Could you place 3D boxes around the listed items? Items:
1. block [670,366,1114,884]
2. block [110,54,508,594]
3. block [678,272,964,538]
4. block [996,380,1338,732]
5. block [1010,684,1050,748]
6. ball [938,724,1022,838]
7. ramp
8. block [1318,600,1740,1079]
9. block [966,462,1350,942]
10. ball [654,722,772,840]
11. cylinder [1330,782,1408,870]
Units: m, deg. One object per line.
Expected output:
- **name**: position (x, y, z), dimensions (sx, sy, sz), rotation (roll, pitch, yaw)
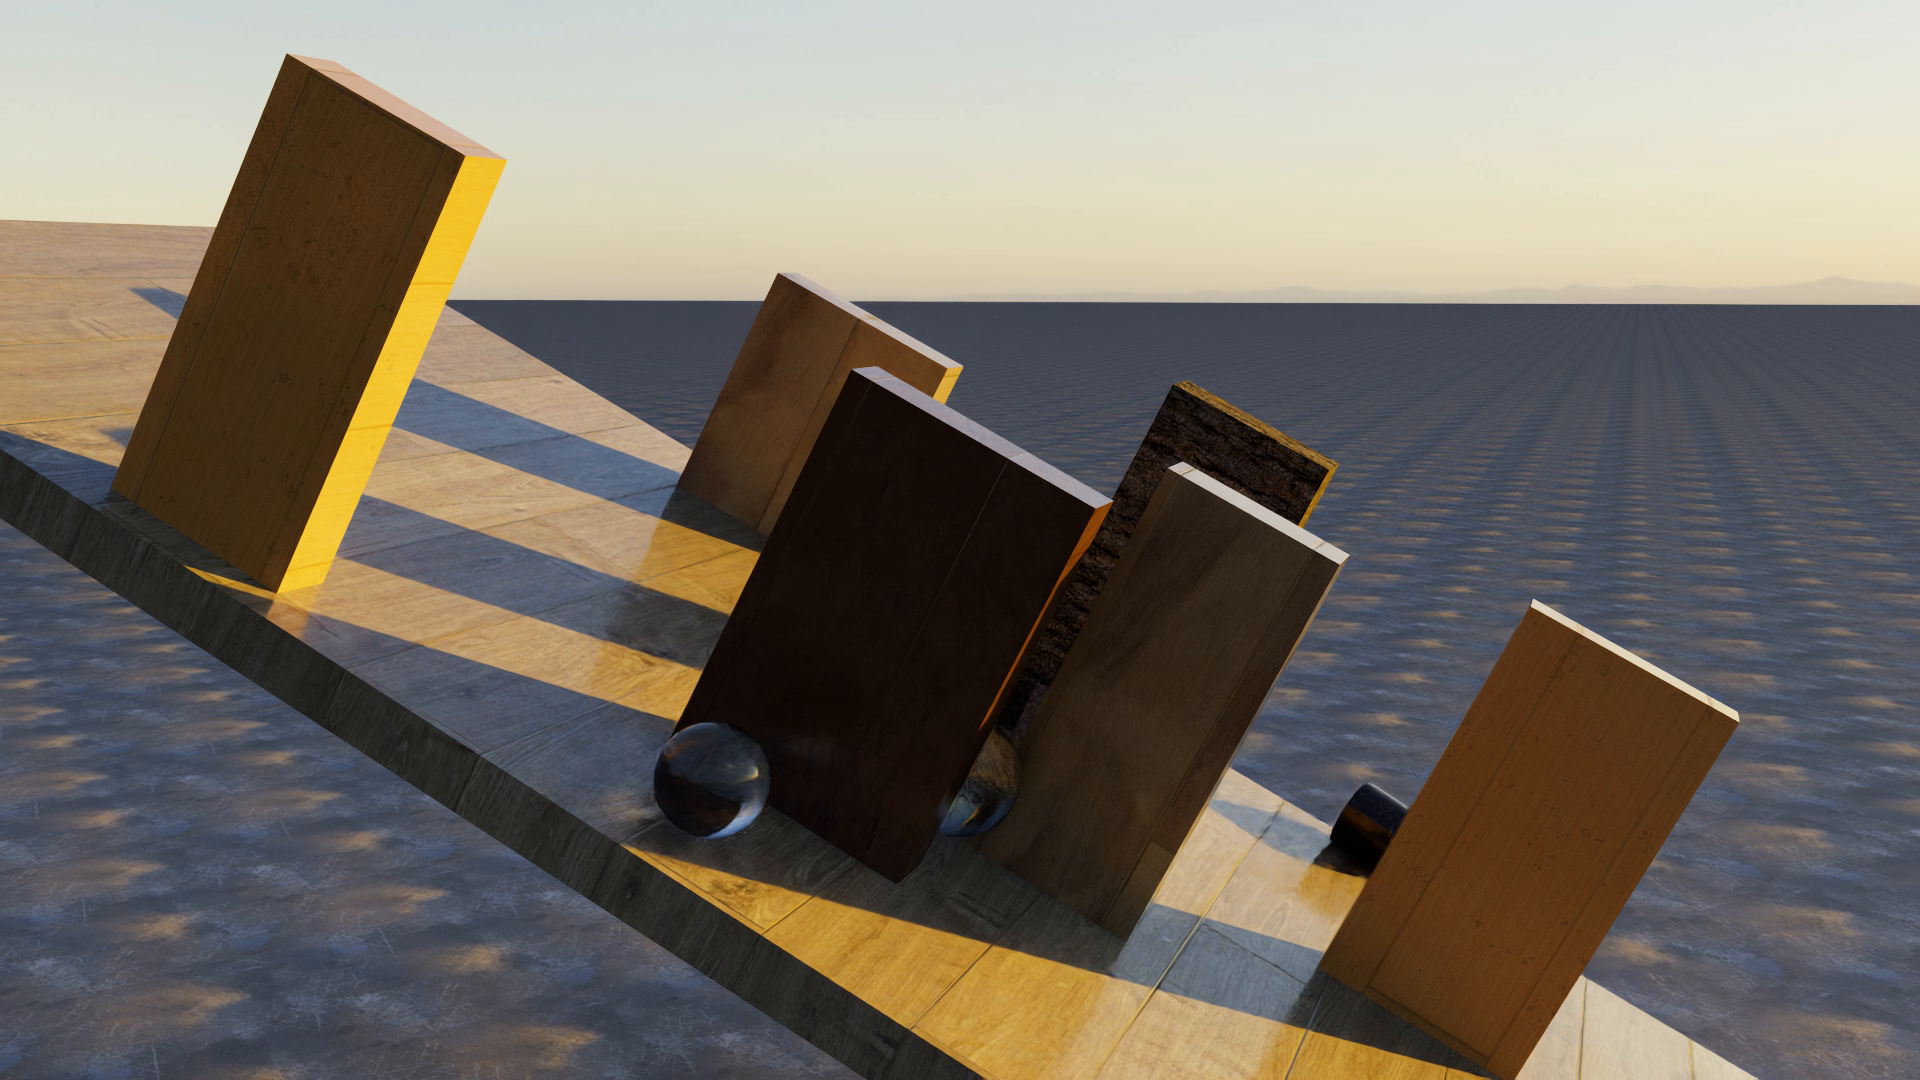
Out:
- **block**: position (-0.118, 0.135, 3.535), dimensions (0.445, 0.694, 0.119), rotation (30, 14, 12)
- **block**: position (-1.019, -0.331, 3.422), dimensions (0.337, 0.752, 0.126), rotation (30, 14, 12)
- **block**: position (-0.315, -0.255, 4.899), dimensions (0.441, 0.534, 0.116), rotation (30, 14, 12)
- **block**: position (0.411, 0.109, 4.423), dimensions (0.346, 0.781, 0.147), rotation (30, 14, 12)
- **block**: position (0.197, 0.405, 4.261), dimensions (0.159, 0.159, 0.159), rotation (24, 14, -13)
- **ball**: position (0.000, 0.396, 3.702), dimensions (0.208, 0.208, 0.208), rotation (0, 7, 0)
- **ramp**: position (-0.223, 0.370, 4.148), dimensions (4.000, 0.100, 2.000), rotation (30, 14, 12)
- **block**: position (1.017, 0.547, 3.978), dimensions (0.401, 0.780, 0.095), rotation (30, 14, 12)
- **block**: position (0.332, 0.276, 3.748), dimensions (0.322, 0.748, 0.127), rotation (30, 14, 12)
- **ball**: position (-0.374, 0.362, 3.321), dimensions (0.177, 0.177, 0.177), rotation (0, 7, 0)
- **cylinder**: position (0.913, 0.633, 4.774), dimensions (0.155, 0.155, 0.155), rotation (34, 22, 24)
